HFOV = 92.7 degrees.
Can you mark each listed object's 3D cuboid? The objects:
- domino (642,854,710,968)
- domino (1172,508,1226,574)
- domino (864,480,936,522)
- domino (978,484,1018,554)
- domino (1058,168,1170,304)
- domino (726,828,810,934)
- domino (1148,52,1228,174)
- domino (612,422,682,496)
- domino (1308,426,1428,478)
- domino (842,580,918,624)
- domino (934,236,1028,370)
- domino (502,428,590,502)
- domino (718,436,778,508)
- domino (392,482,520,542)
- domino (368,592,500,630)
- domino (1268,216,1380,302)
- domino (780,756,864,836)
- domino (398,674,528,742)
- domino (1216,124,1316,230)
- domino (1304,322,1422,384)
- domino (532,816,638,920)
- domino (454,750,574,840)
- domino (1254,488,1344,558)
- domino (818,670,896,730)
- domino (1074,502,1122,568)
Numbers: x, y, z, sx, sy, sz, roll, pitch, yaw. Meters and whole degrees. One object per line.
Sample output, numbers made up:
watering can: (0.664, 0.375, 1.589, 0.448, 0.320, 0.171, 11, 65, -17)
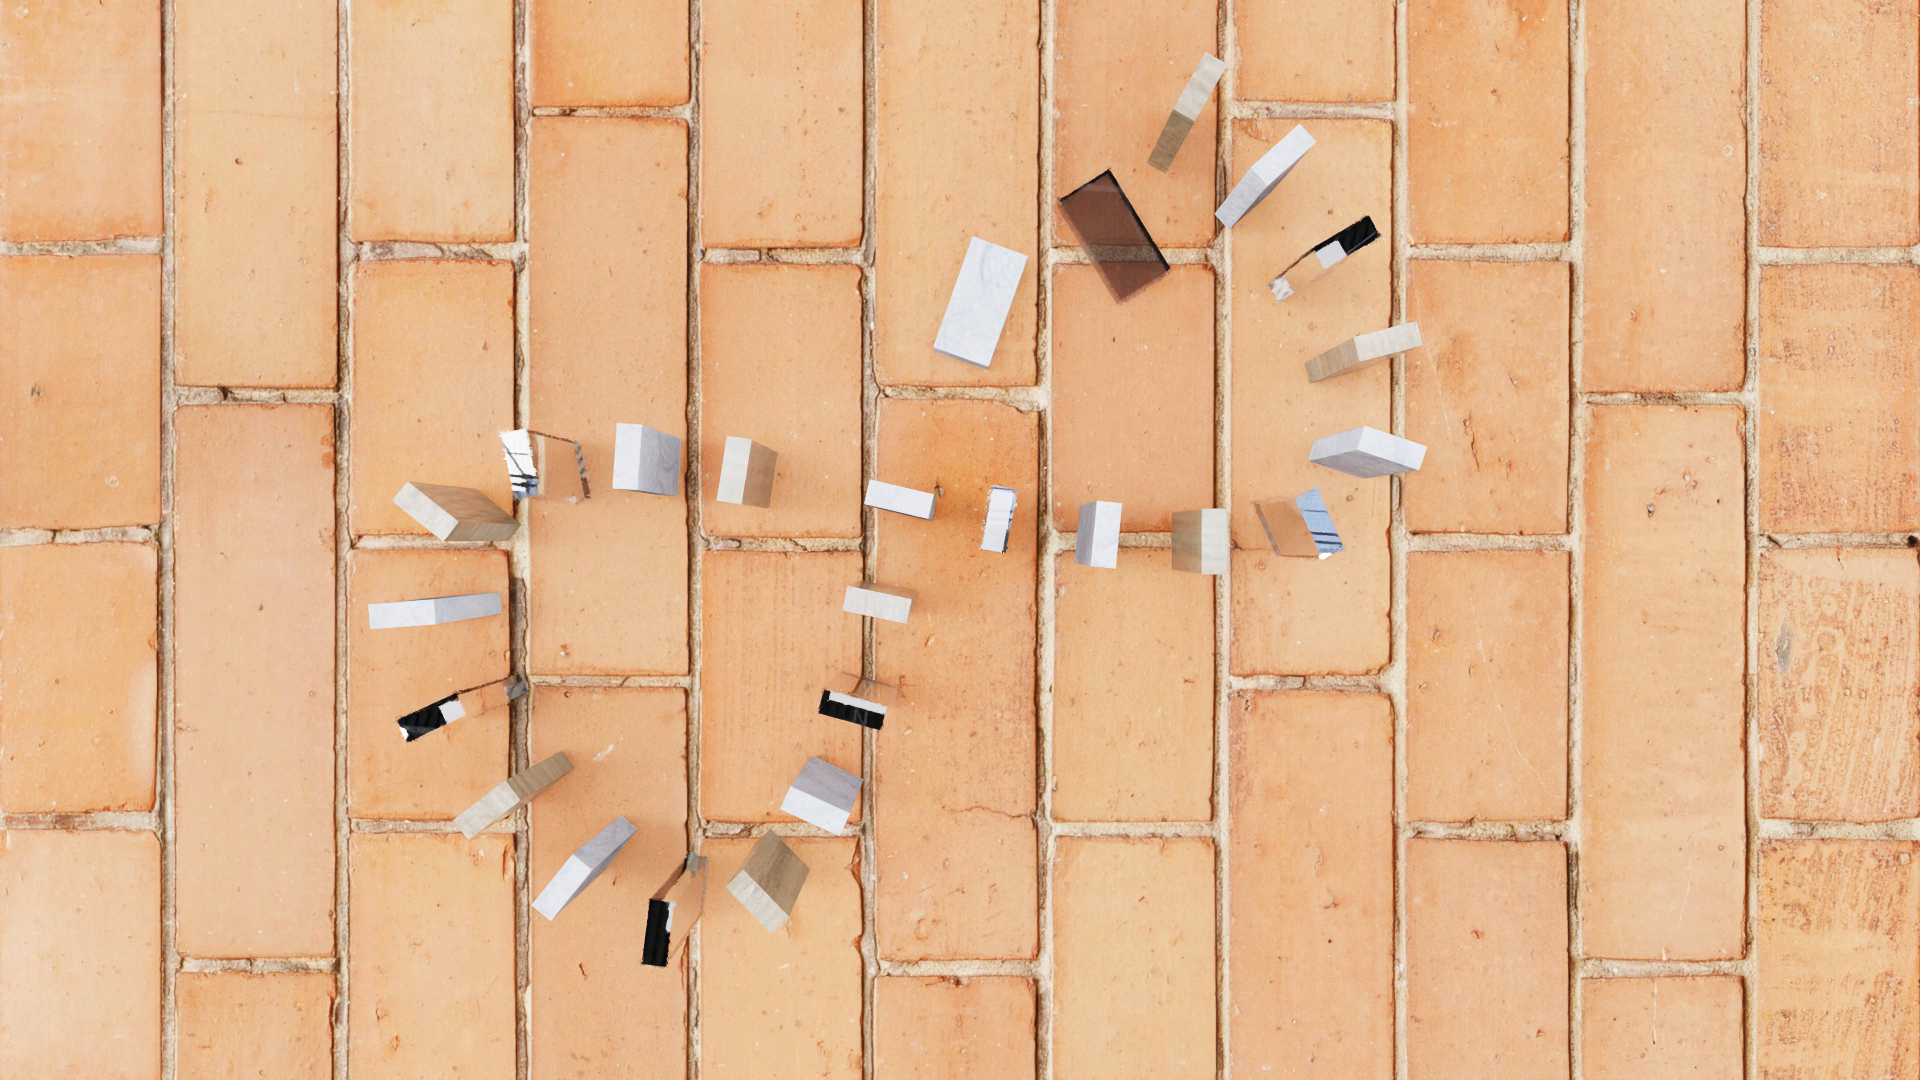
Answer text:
domino: (-0.115, 0.150, 0.375, 0.009, 0.050, 0.025, 7, 90, 0)
domino: (0.097, 0.001, 0.375, 0.009, 0.050, 0.025, 0, 90, 0)
domino: (-0.023, -0.016, 0.375, 0.025, 0.050, 0.009, 13, 90, 0)
domino: (0.015, -0.008, 0.375, 0.010, 0.050, 0.025, 11, 90, 0)
domino: (0.066, -0.130, 0.395, 0.025, 0.009, 0.050, -32, 90, 0)
domino: (-0.077, 0.138, 0.375, 0.009, 0.050, 0.025, -44, 90, 0)
domino: (0.092, -0.173, 0.375, 0.010, 0.050, 0.025, 30, 90, 0)
domino: (-0.127, -0.032, 0.375, 0.009, 0.050, 0.025, 4, 90, 0)
domino: (0.165, -0.035, 0.375, 0.025, 0.050, 0.009, 18, 90, 0)
domino: (-0.032, 0.025, 0.375, 0.025, 0.050, 0.010, 12, 90, 0)
domino: (0.009, -0.102, 0.395, 0.025, 0.010, 0.050, 20, 90, 0)
domino: (-0.168, -0.029, 0.375, 0.009, 0.050, 0.025, -12, 90, 0)
domino: (-0.086, -0.027, 0.375, 0.010, 0.050, 0.025, 9, 90, 0)
domino: (-0.204, -0.011, 0.375, 0.025, 0.050, 0.009, 38, 90, 0)
domino: (-0.213, 0.028, 0.375, 0.025, 0.050, 0.009, -4, 90, 0)
domino: (0.148, -0.114, 0.375, 0.025, 0.050, 0.009, -30, 90, 0)
domino: (-0.055, 0.104, 0.375, 0.025, 0.050, 0.010, 24, 90, 0)
domino: (-0.202, 0.068, 0.375, 0.025, 0.050, 0.010, -25, 90, 0)
domino: (0.124, -0.147, 0.375, 0.025, 0.050, 0.009, -42, 90, 0)
domino: (0.164, -0.076, 0.375, 0.025, 0.050, 0.010, -15, 90, 0)
domino: (-0.152, 0.133, 0.375, 0.010, 0.050, 0.025, 39, 90, 0)
domino: (-0.181, 0.103, 0.375, 0.025, 0.050, 0.010, -37, 90, 0)
domino: (0.137, -0.006, 0.375, 0.010, 0.050, 0.025, -24, 90, 0)
domino: (-0.041, 0.065, 0.375, 0.025, 0.050, 0.009, 15, 90, 0)
domino: (0.056, -0.002, 0.375, 0.009, 0.050, 0.025, 6, 90, 0)
